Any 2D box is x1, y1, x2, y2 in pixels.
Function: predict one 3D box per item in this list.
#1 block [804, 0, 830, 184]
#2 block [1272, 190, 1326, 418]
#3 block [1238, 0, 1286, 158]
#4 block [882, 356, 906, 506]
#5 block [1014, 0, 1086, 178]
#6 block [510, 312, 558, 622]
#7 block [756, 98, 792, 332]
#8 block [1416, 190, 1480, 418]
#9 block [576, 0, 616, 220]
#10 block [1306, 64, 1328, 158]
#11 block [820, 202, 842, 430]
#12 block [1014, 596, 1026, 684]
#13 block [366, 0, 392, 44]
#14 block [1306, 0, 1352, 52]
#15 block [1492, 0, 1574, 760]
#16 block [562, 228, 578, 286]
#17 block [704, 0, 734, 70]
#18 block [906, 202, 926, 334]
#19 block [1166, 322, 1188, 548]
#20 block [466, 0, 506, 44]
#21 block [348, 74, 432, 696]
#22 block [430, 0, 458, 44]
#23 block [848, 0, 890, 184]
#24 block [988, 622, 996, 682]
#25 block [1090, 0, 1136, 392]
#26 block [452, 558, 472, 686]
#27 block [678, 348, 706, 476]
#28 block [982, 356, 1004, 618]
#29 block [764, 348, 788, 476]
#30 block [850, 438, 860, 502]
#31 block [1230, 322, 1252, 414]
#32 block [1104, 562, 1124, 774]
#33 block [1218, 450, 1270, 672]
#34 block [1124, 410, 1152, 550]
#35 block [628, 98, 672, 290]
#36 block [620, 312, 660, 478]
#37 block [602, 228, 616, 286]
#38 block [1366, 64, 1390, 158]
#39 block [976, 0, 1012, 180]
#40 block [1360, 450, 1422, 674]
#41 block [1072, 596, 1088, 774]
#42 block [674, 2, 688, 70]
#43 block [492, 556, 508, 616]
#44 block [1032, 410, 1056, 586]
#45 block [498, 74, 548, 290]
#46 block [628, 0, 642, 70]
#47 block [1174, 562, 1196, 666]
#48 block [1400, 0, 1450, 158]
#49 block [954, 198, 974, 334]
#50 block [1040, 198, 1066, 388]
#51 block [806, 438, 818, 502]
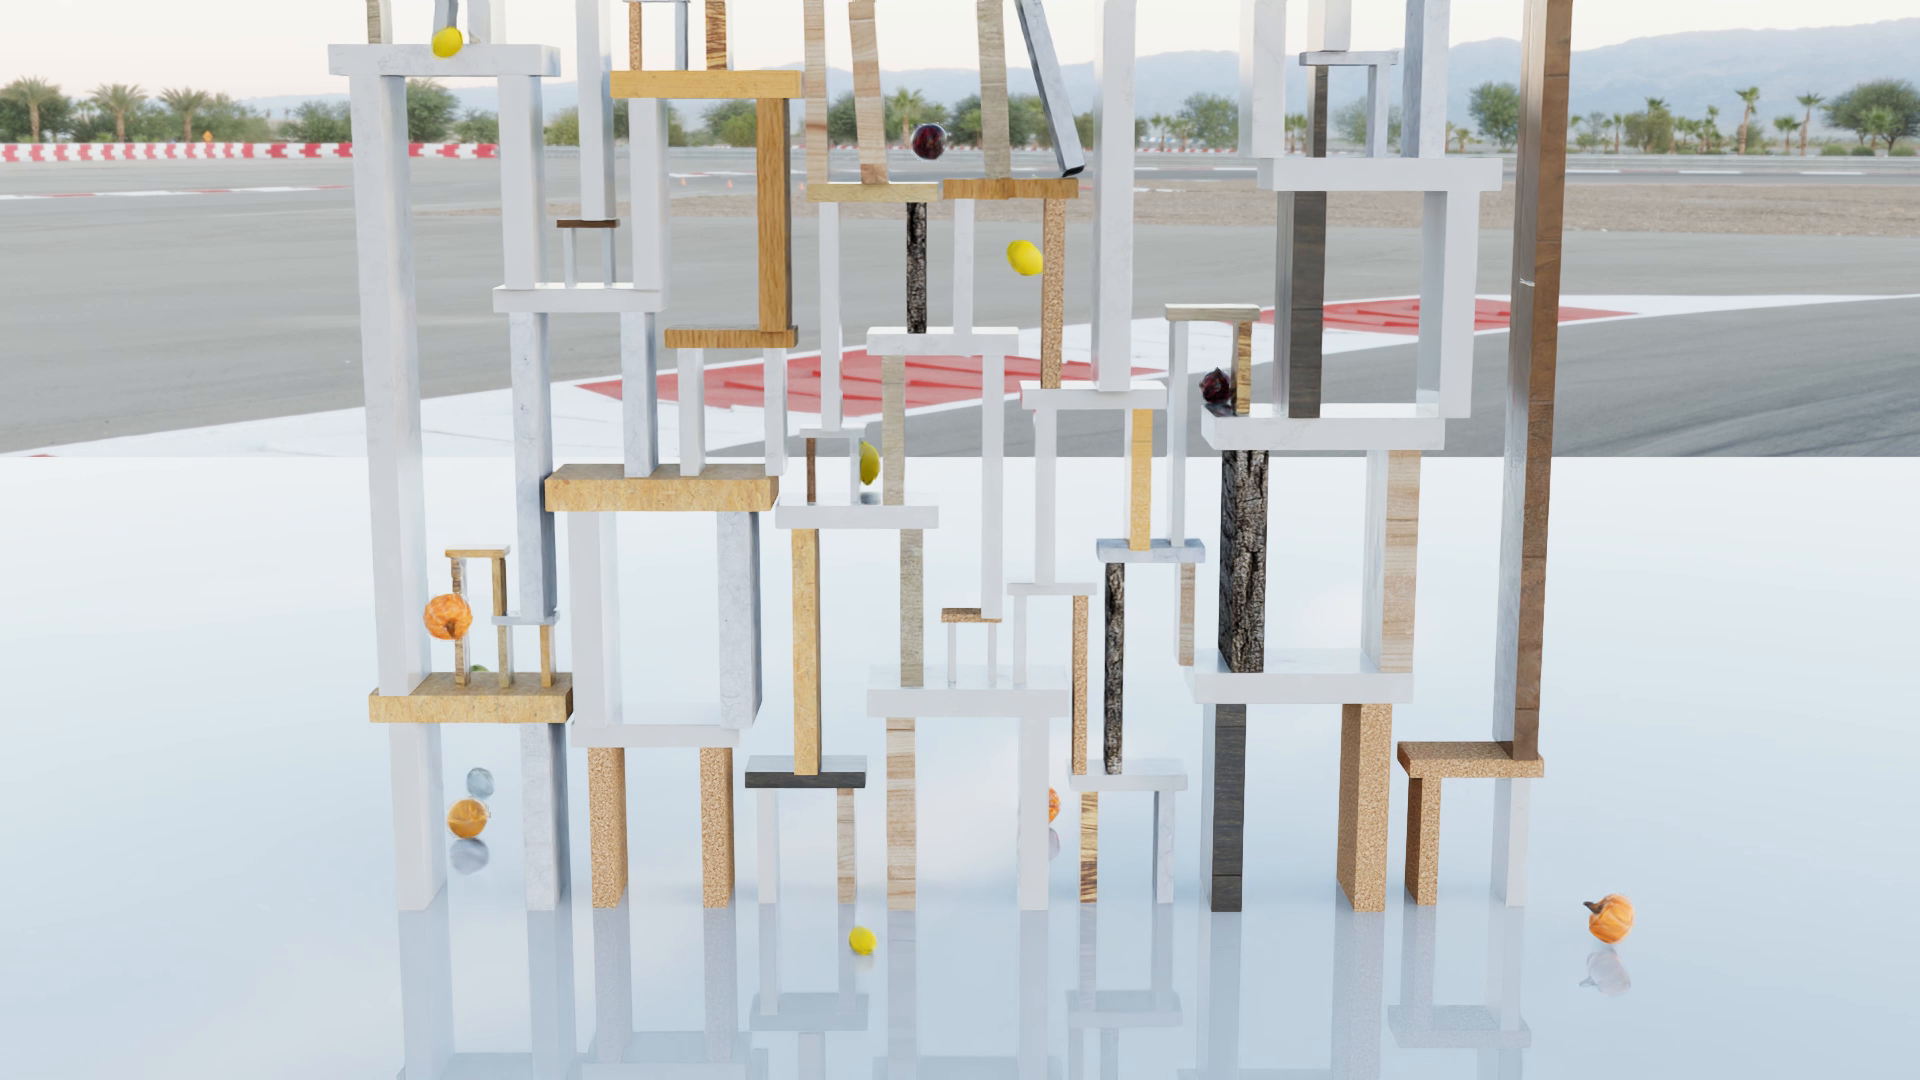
[{"bbox_3d":[-0.224,-0.757,3.421,0.032,0.397,0.113,-1,11,-2],"label":"block"},{"bbox_3d":[0.536,-0.378,3.483,0.050,0.350,0.175,0,11,0],"label":"block"},{"bbox_3d":[0.469,-0.770,3.412,0.049,0.346,0.173,0,10,0],"label":"block"},{"bbox_3d":[-0.106,-0.183,3.528,0.034,0.239,0.119,0,11,0],"label":"block"},{"bbox_3d":[0.092,-0.891,3.435,0.031,0.648,0.110,-15,3,0],"label":"block"},{"bbox_3d":[-0.684,-0.124,3.535,0.037,0.494,0.130,0,11,0],"label":"block"},{"bbox_3d":[-0.292,-0.513,3.462,0.041,0.356,0.145,0,11,0],"label":"block"},{"bbox_3d":[0.771,-0.378,3.485,0.050,0.350,0.175,0,11,0],"label":"block"},{"bbox_3d":[-0.568,-0.759,3.417,0.035,0.515,0.124,0,10,-1],"label":"block"},{"bbox_3d":[0.557,-0.669,3.431,0.020,0.141,0.071,0,11,0],"label":"block"},{"bbox_3d":[-0.205,-0.357,3.489,0.029,0.356,0.102,0,11,-1],"label":"block"},{"bbox_3d":[0.098,0.154,3.587,0.021,0.146,0.073,0,11,1],"label":"block"},{"bbox_3d":[-0.900,-0.839,3.402,0.021,0.145,0.072,0,11,0],"label":"block"},{"bbox_3d":[0.576,-1.018,3.376,0.041,0.524,0.145,0,11,-2],"label":"block"},{"bbox_3d":[0.913,-0.266,3.516,0.040,1.242,0.140,0,11,0],"label":"block"},{"bbox_3d":[-0.615,-0.447,3.472,0.013,0.092,0.046,0,10,-1],"label":"block"},{"bbox_3d":[-0.374,-0.841,3.406,0.032,0.227,0.113,0,11,0],"label":"block"},{"bbox_3d":[-0.069,-0.433,3.475,0.029,0.203,0.102,0,11,1],"label":"block"},{"bbox_3d":[0.348,-0.173,3.533,0.021,0.363,0.073,0,11,-2],"label":"block"},{"bbox_3d":[-0.733,-0.890,3.394,0.035,0.248,0.124,0,11,-1],"label":"block"},{"bbox_3d":[-0.907,-0.243,3.513,0.046,0.974,0.162,0,11,0],"label":"block"},{"bbox_3d":[-0.793,-0.840,3.403,0.021,0.145,0.072,8,10,-2],"label":"block"},{"bbox_3d":[-0.142,-0.705,3.428,0.040,0.291,0.142,-4,11,0],"label":"block"},{"bbox_3d":[0.052,0.177,3.591,0.014,0.098,0.049,0,11,0],"label":"block"},{"bbox_3d":[0.239,-0.593,3.439,0.049,0.704,0.173,0,11,-1],"label":"block"},{"bbox_3d":[-0.814,0.129,3.587,0.014,0.214,0.048,0,10,0],"label":"block"},{"bbox_3d":[-0.429,-0.211,3.520,0.029,0.203,0.101,0,11,0],"label":"block"},{"bbox_3d":[0.052,-0.093,3.544,0.034,0.422,0.119,0,11,0],"label":"block"},{"bbox_3d":[-0.294,-0.211,3.520,0.029,0.203,0.101,0,11,0],"label":"block"},{"bbox_3d":[-0.168,-0.117,3.536,0.015,0.104,0.052,0,11,0],"label":"block"},{"bbox_3d":[0.448,-0.278,3.506,0.021,0.146,0.073,0,11,-1],"label":"block"},{"bbox_3d":[0.252,0.202,3.602,0.024,0.352,0.085,0,11,-1],"label":"block"},{"bbox_3d":[0.459,0.019,3.569,0.051,0.360,0.180,0,11,0],"label":"block"},{"bbox_3d":[0.286,-0.105,3.537,0.032,0.227,0.113,0,11,-1],"label":"block"},{"bbox_3d":[-0.486,-0.545,3.454,0.041,0.291,0.145,0,11,0],"label":"block"},{"bbox_3d":[-0.511,-0.239,3.515,0.037,0.260,0.130,0,11,0],"label":"block"},{"bbox_3d":[-0.554,-0.447,3.472,0.013,0.092,0.046,0,11,0],"label":"block"},{"bbox_3d":[0.652,-0.669,3.433,0.020,0.141,0.071,0,11,0],"label":"block"},{"bbox_3d":[0.051,-0.708,3.425,0.040,0.284,0.142,-3,11,1],"label":"block"},{"bbox_3d":[0.697,0.019,3.568,0.051,0.360,0.180,0,11,0],"label":"block"},{"bbox_3d":[0.196,0.229,3.599,0.021,0.299,0.073,0,11,-1],"label":"block"},{"bbox_3d":[-0.433,-0.782,3.417,0.015,0.105,0.053,1,11,-1],"label":"block"},{"bbox_3d":[-0.748,0.072,3.573,0.014,0.096,0.048,0,11,-1],"label":"block"},{"bbox_3d":[0.135,-0.077,3.540,0.032,0.283,0.113,0,11,0],"label":"block"},{"bbox_3d":[-0.686,-0.563,3.454,0.046,0.325,0.162,-1,11,-3],"label":"block"},{"bbox_3d":[-0.503,-0.781,3.413,0.015,0.105,0.053,0,11,-3],"label":"block"},{"bbox_3d":[0.366,0.112,3.586,0.024,0.170,0.085,0,11,0],"label":"block"},{"bbox_3d":[0.725,-0.738,3.425,0.040,0.280,0.140,0,11,0],"label":"block"},{"bbox_3d":[0.006,-0.435,3.474,0.030,0.209,0.104,1,11,0],"label":"block"},{"bbox_3d":[0.146,-0.393,3.481,0.030,0.295,0.104,1,11,0],"label":"block"},{"bbox_3d":[-0.238,-0.117,3.535,0.015,0.104,0.052,0,11,0],"label":"block"}]
